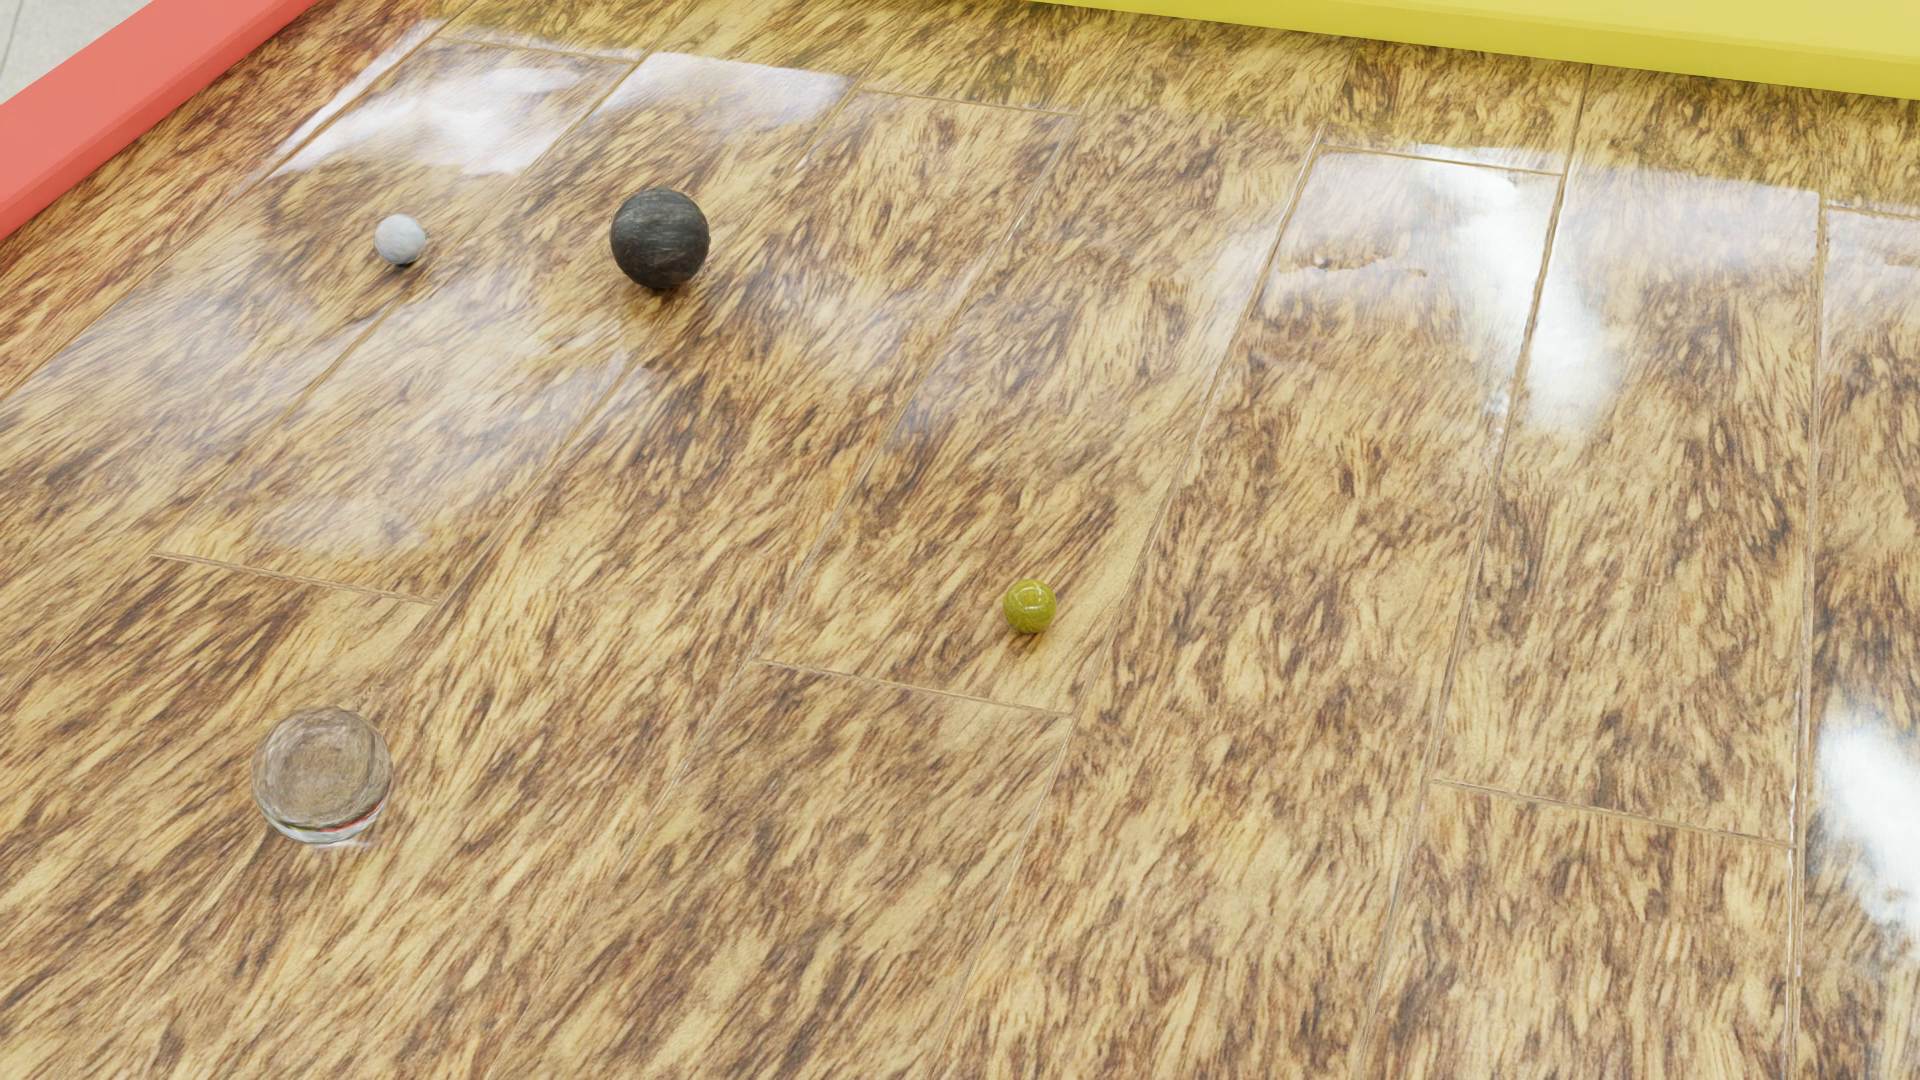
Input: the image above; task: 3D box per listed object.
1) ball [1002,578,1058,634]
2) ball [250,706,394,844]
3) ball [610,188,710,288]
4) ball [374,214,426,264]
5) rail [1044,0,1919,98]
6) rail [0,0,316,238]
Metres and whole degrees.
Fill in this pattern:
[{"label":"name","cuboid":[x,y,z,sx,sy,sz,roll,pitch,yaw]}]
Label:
[{"label":"ball","cuboid":[0.052,0.049,1.917,0.041,0.041,0.041,0,34,0]},{"label":"ball","cuboid":[-0.425,0.156,1.711,0.093,0.093,0.093,0,34,0]},{"label":"ball","cuboid":[-0.276,-0.277,2.360,0.092,0.092,0.092,0,34,0]},{"label":"ball","cuboid":[-0.526,-0.282,2.407,0.047,0.047,0.047,0,34,0]},{"label":"rail","cuboid":[1.319,-0.457,2.601,4.173,0.120,0.045,9,35,14]},{"label":"rail","cuboid":[-0.978,-0.183,2.192,0.045,0.120,2.295,9,35,14]}]
